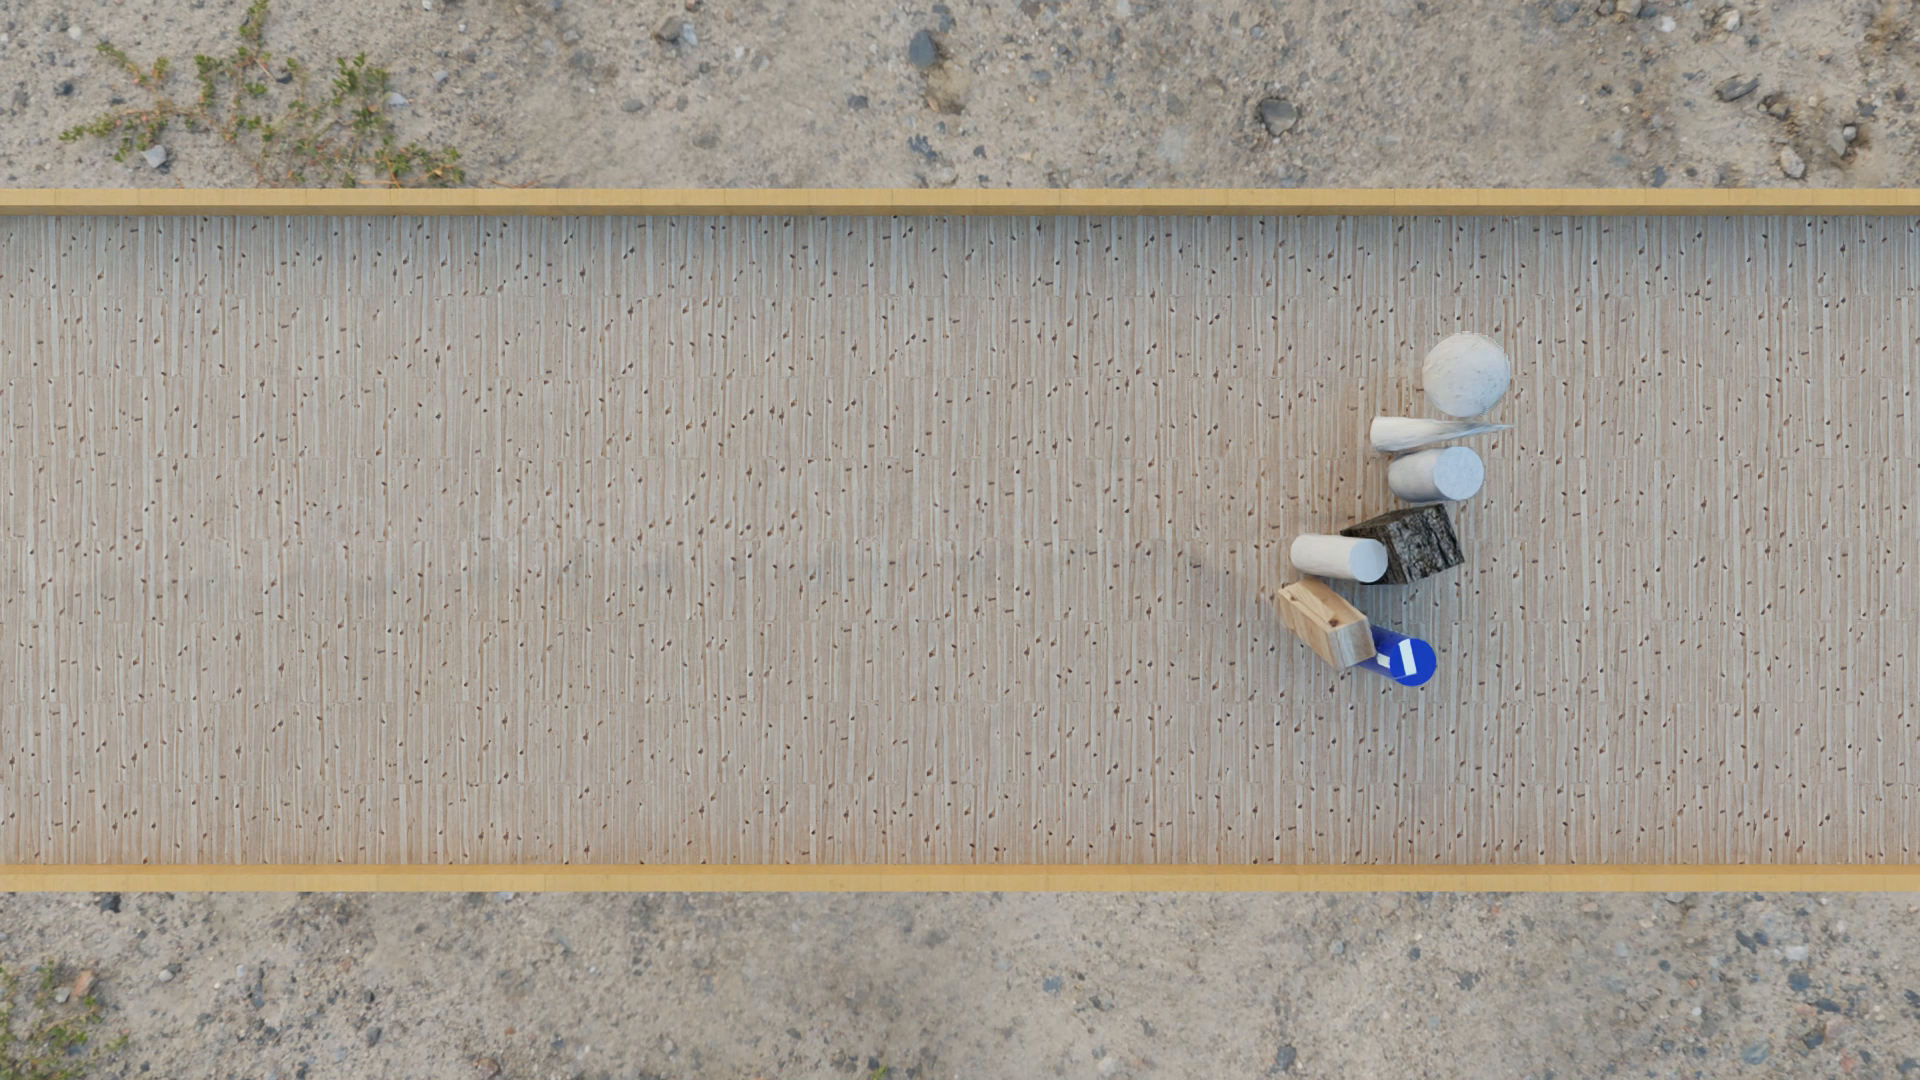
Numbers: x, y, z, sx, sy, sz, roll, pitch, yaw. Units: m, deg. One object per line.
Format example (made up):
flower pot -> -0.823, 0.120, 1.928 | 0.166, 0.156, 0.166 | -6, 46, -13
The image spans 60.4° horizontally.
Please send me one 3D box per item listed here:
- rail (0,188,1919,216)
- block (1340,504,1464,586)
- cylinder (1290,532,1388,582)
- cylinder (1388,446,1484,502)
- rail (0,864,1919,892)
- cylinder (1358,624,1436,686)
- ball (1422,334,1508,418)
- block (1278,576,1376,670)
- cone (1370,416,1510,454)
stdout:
rail -> -2.247, -1.025, 5.002 | 12.000, 0.150, 0.050 | 0, 90, 0
block -> 1.297, 0.017, 4.863 | 0.178, 0.412, 0.178 | -21, 90, -6
cylinder -> 1.118, 0.049, 4.882 | 0.126, 0.368, 0.126 | -1, 93, -15
cylinder -> 1.411, -0.193, 4.909 | 0.156, 0.313, 0.156 | 0, 90, -10
rail -> -2.247, 1.025, 5.001 | 12.000, 0.150, 0.050 | 0, 90, 0
cylinder -> 1.263, 0.334, 4.857 | 0.135, 0.431, 0.135 | 0, 93, -3
ball -> 1.452, -0.473, 4.744 | 0.240, 0.240, 0.240 | 0, 90, 0
block -> 1.082, 0.242, 4.880 | 0.125, 0.363, 0.125 | -21, 112, -6
cone -> 1.441, -0.325, 4.894 | 0.424, 0.117, 0.117 | -2, 90, 40
